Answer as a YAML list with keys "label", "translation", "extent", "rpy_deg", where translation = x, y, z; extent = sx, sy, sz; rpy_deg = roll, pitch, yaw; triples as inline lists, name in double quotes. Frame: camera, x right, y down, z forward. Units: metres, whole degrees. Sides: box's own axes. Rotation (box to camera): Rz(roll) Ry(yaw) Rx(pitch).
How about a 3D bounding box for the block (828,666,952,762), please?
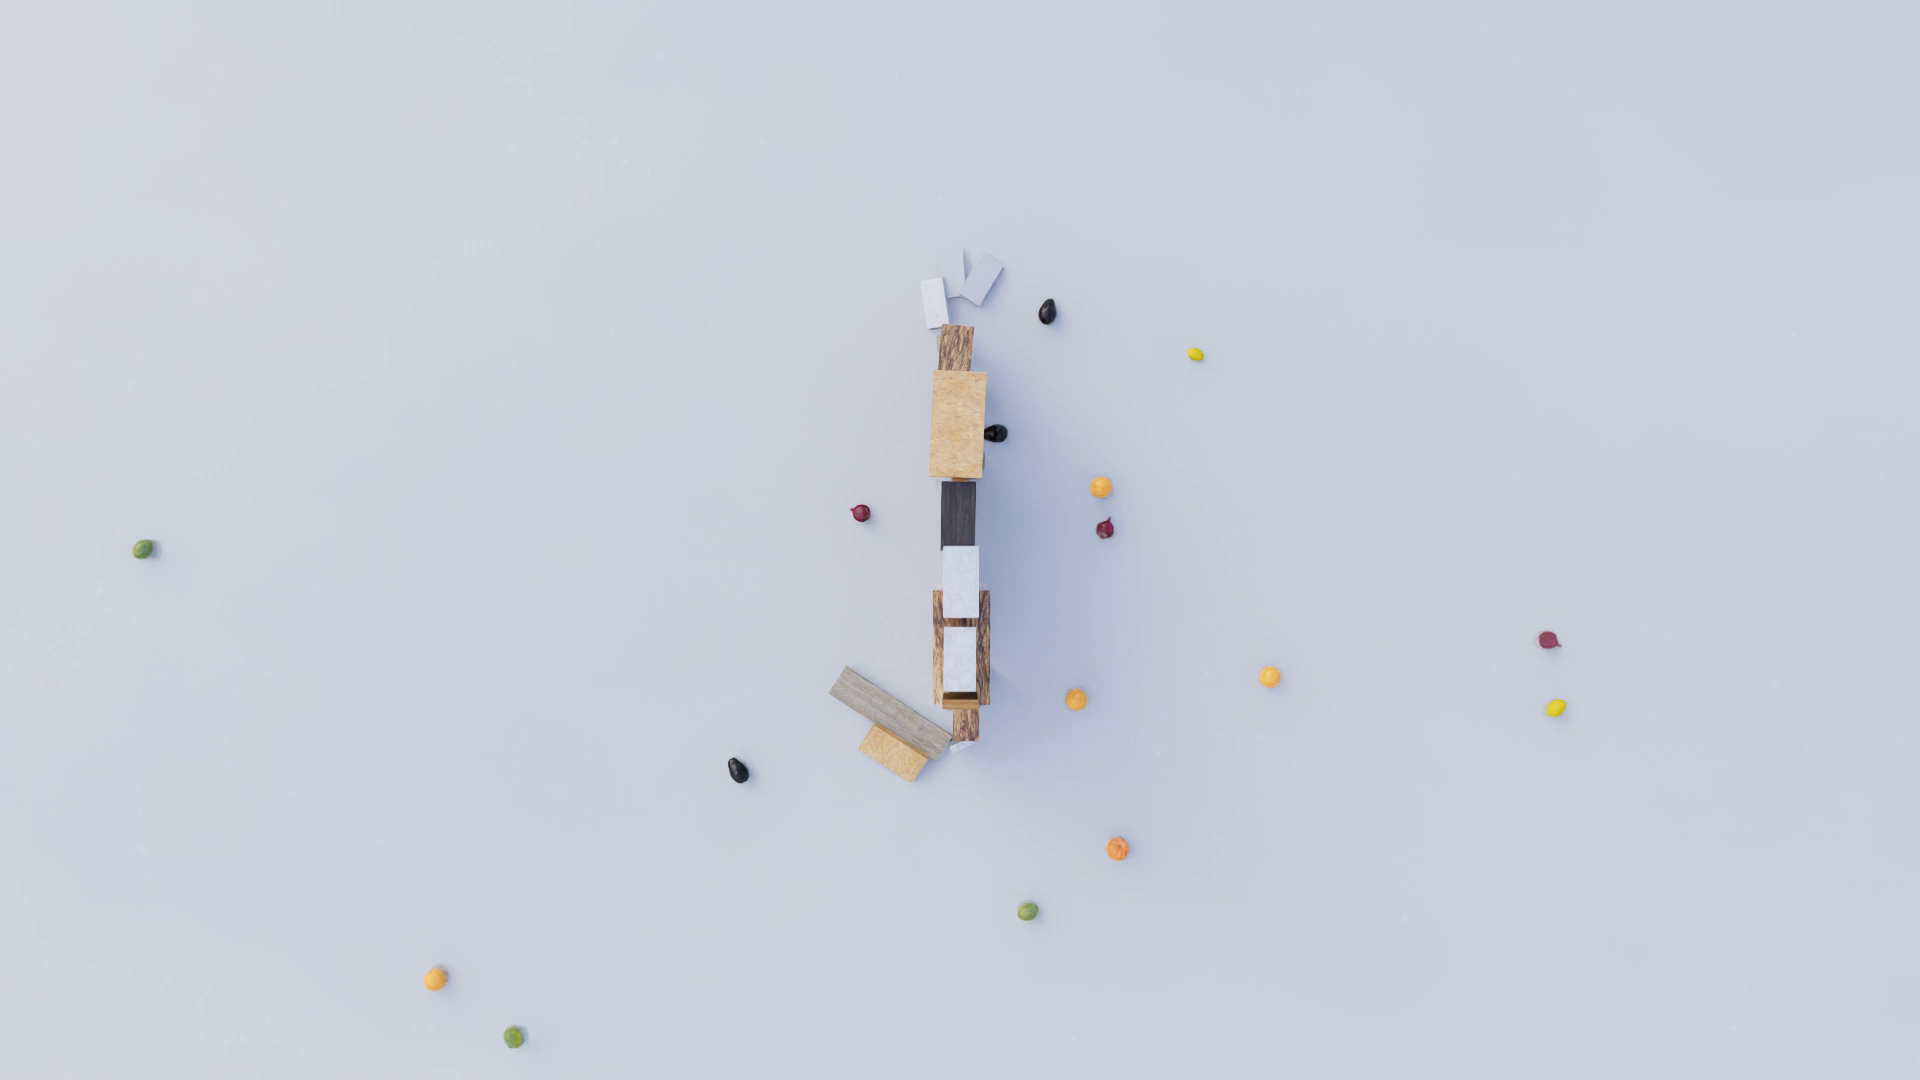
- label: "block"
  translation: [-0.231, 0.580, 5.485]
  extent: [0.423, 0.030, 0.106]
  rpy_deg: [33, 90, 0]

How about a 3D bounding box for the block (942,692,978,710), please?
- label: "block"
  translation: [0.001, 0.487, 4.989]
  extent: [0.106, 0.212, 0.030]
  rpy_deg: [0, 91, 0]

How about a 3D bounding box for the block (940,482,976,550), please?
- label: "block"
  translation: [-0.005, -0.073, 5.133]
  extent: [0.108, 0.031, 0.216]
  rpy_deg: [1, 90, 0]

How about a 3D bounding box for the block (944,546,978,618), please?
- label: "block"
  translation: [0.003, 0.123, 4.870]
  extent: [0.105, 0.030, 0.210]
  rpy_deg: [0, 89, 0]

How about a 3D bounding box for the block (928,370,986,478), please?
- label: "block"
  translation: [-0.007, -0.341, 4.874]
  extent: [0.156, 0.044, 0.312]
  rpy_deg: [3, 90, 0]

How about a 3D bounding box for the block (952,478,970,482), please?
- label: "block"
  translation: [0.002, -0.155, 5.378]
  extent: [0.057, 0.016, 0.114]
  rpy_deg: [0, 90, 0]

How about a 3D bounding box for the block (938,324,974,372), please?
- label: "block"
  translation: [-0.015, -0.583, 5.278]
  extent: [0.103, 0.029, 0.207]
  rpy_deg: [6, 90, 0]

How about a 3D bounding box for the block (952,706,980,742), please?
- label: "block"
  translation: [0.020, 0.562, 5.318]
  extent: [0.085, 0.024, 0.169]
  rpy_deg: [0, 91, 0]

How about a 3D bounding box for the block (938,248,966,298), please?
- label: "block"
  translation: [-0.025, -0.887, 5.489]
  extent: [0.080, 0.023, 0.159]
  rpy_deg: [-5, 90, 0]

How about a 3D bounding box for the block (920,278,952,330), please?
- label: "block"
  translation: [-0.081, -0.786, 5.475]
  extent: [0.080, 0.023, 0.159]
  rpy_deg: [-9, 90, 21]

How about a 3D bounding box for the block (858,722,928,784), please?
- label: "block"
  translation: [-0.220, 0.705, 5.469]
  extent: [0.211, 0.030, 0.106]
  rpy_deg: [32, 108, 0]

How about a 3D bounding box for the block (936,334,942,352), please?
- label: "block"
  translation: [-0.024, -0.646, 5.396]
  extent: [0.103, 0.207, 0.029]
  rpy_deg: [-4, 90, 0]

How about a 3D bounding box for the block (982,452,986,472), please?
- label: "block"
  translation: [-0.003, -0.237, 5.052]
  extent: [0.156, 0.312, 0.044]
  rpy_deg: [0, 90, 0]

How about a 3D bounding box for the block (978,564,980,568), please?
- label: "block"
  translation: [0.004, 0.072, 5.124]
  extent: [0.105, 0.478, 0.030]
  rpy_deg: [-3, 90, 0]

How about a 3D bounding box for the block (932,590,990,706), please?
- label: "block"
  translation: [0.005, 0.333, 5.120]
  extent: [0.177, 0.050, 0.355]
  rpy_deg: [0, 90, 0]

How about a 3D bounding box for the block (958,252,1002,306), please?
- label: "block"
  translation: [0.068, -0.864, 5.475]
  extent: [0.080, 0.023, 0.159]
  rpy_deg: [31, 84, -8]

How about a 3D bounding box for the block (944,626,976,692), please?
- label: "block"
  translation: [-0.001, 0.353, 4.891]
  extent: [0.095, 0.027, 0.190]
  rpy_deg: [0, 90, 0]

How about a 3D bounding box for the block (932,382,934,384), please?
- label: "block"
  translation: [-0.003, -0.447, 5.052]
  extent: [0.156, 0.312, 0.044]
  rpy_deg: [-1, 90, 0]

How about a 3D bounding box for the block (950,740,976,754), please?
- label: "block"
  translation: [0.010, 0.662, 5.415]
  extent: [0.085, 0.169, 0.024]
  rpy_deg: [-25, 90, 0]
